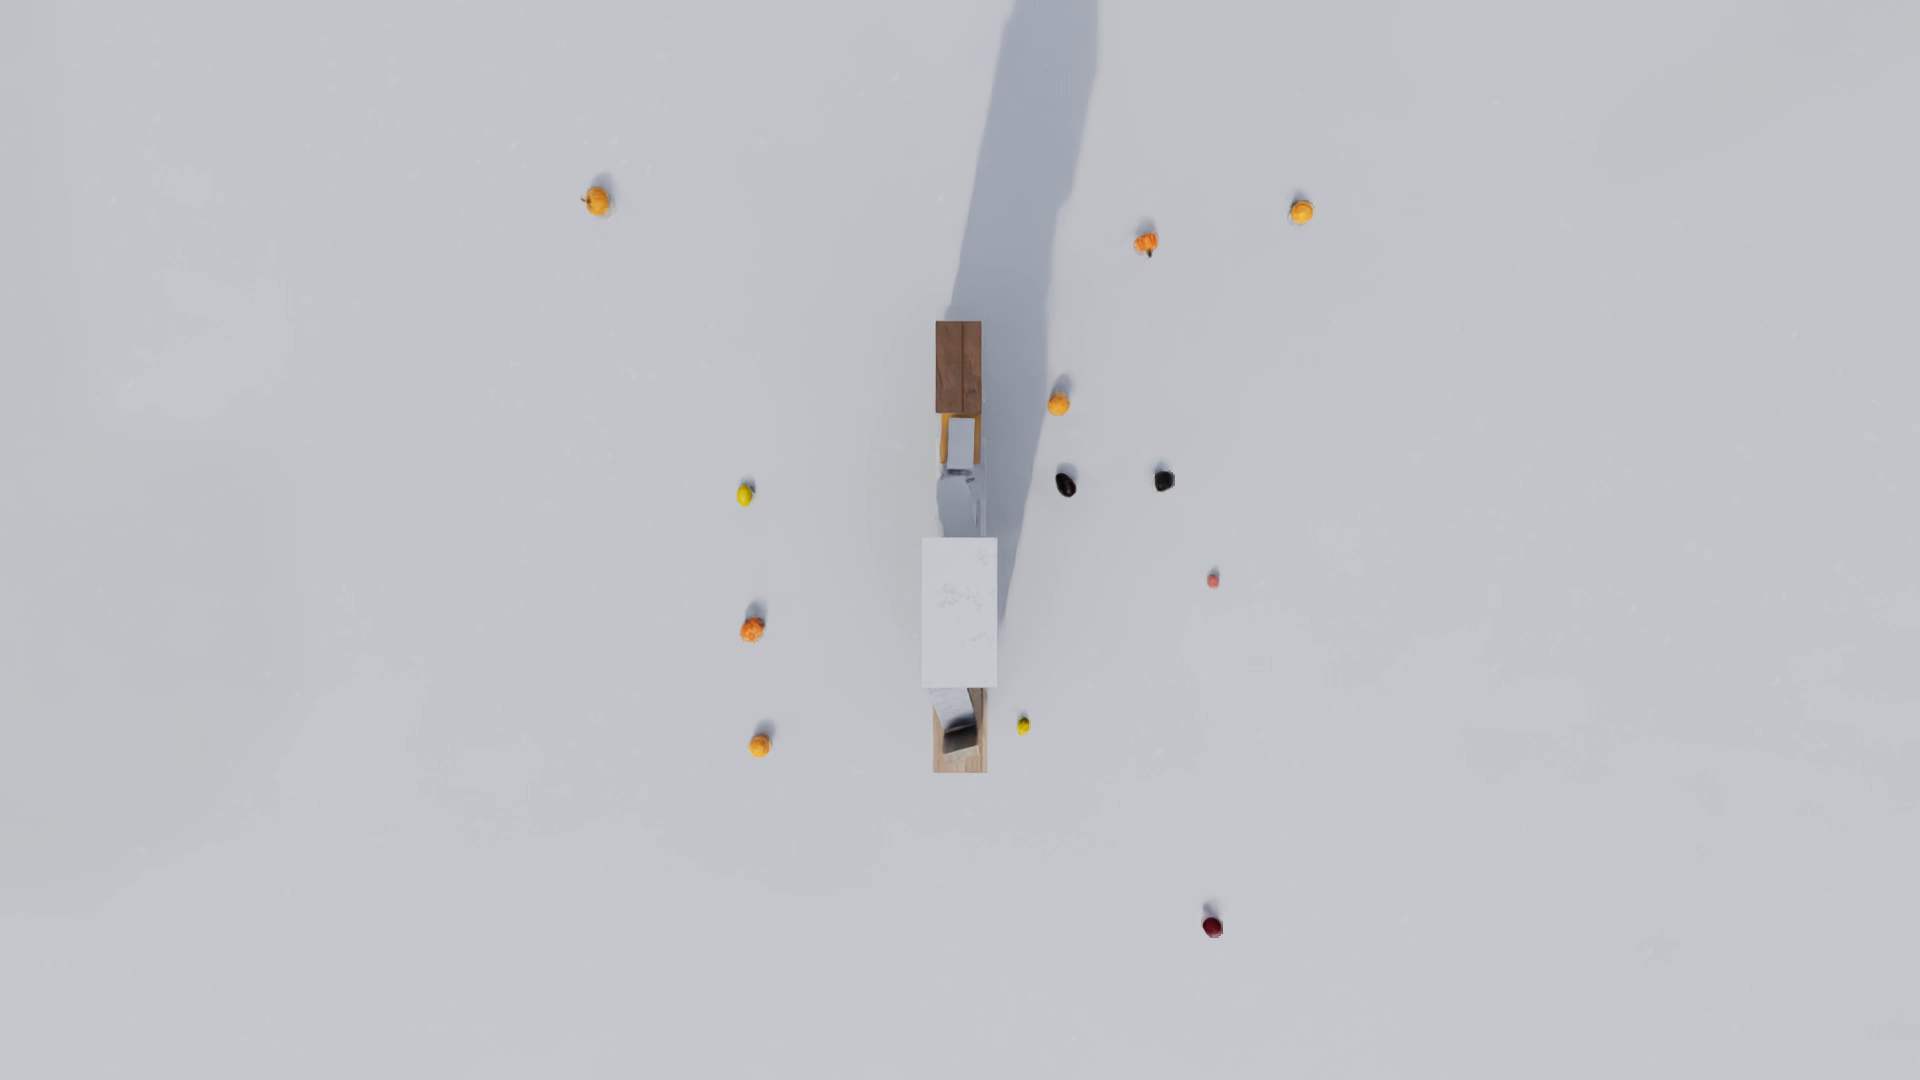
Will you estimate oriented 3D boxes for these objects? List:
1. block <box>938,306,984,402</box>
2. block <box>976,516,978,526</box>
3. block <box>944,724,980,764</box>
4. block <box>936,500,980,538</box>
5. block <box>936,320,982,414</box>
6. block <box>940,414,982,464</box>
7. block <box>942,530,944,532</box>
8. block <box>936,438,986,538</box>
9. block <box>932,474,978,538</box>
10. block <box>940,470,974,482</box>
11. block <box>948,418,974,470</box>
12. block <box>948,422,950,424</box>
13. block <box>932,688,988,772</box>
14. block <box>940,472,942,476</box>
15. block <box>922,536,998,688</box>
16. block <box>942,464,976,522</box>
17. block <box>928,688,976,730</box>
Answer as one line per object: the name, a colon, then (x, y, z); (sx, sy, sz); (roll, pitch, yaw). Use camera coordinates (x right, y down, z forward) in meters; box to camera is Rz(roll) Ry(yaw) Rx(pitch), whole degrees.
block: (0.003, -0.522, 4.619); (0.131, 0.037, 0.263); (0, 90, 0)
block: (0.002, -0.052, 4.551); (0.091, 0.199, 0.026); (1, 90, 0)
block: (0.004, 0.556, 4.499); (0.095, 0.191, 0.027); (-16, 100, 2)
block: (-0.004, 0.010, 4.837); (0.129, 0.036, 0.257); (0, 90, 0)
block: (-0.004, -0.431, 4.113); (0.114, 0.032, 0.229); (0, 90, 0)
block: (0.003, -0.309, 4.373); (0.106, 0.030, 0.212); (2, 90, 0)
block: (-0.002, -0.037, 4.339); (0.086, 0.171, 0.024); (-1, 91, 0)
block: (0.004, -0.160, 5.165); (0.157, 0.044, 0.313); (0, 90, 0)
block: (-0.012, -0.075, 4.242); (0.085, 0.024, 0.171); (-13, 90, 0)
block: (-0.007, -0.163, 4.340); (0.085, 0.171, 0.024); (-13, 90, 0)
block: (0.003, -0.246, 4.218); (0.065, 0.018, 0.131); (2, 90, 0)
block: (0.003, -0.291, 4.293); (0.065, 0.131, 0.018); (2, 90, 0)
block: (0.000, 0.495, 4.619); (0.154, 0.044, 0.308); (0, 90, 0)
block: (-0.006, -0.172, 4.542); (0.091, 0.182, 0.026); (-2, 90, 0)
block: (-0.001, 0.171, 3.925); (0.178, 0.050, 0.356); (0, 90, 0)
block: (-0.002, -0.112, 4.438); (0.091, 0.026, 0.182); (0, 90, 0)
block: (-0.018, 0.438, 4.403); (0.095, 0.402, 0.027); (-13, 70, 0)
